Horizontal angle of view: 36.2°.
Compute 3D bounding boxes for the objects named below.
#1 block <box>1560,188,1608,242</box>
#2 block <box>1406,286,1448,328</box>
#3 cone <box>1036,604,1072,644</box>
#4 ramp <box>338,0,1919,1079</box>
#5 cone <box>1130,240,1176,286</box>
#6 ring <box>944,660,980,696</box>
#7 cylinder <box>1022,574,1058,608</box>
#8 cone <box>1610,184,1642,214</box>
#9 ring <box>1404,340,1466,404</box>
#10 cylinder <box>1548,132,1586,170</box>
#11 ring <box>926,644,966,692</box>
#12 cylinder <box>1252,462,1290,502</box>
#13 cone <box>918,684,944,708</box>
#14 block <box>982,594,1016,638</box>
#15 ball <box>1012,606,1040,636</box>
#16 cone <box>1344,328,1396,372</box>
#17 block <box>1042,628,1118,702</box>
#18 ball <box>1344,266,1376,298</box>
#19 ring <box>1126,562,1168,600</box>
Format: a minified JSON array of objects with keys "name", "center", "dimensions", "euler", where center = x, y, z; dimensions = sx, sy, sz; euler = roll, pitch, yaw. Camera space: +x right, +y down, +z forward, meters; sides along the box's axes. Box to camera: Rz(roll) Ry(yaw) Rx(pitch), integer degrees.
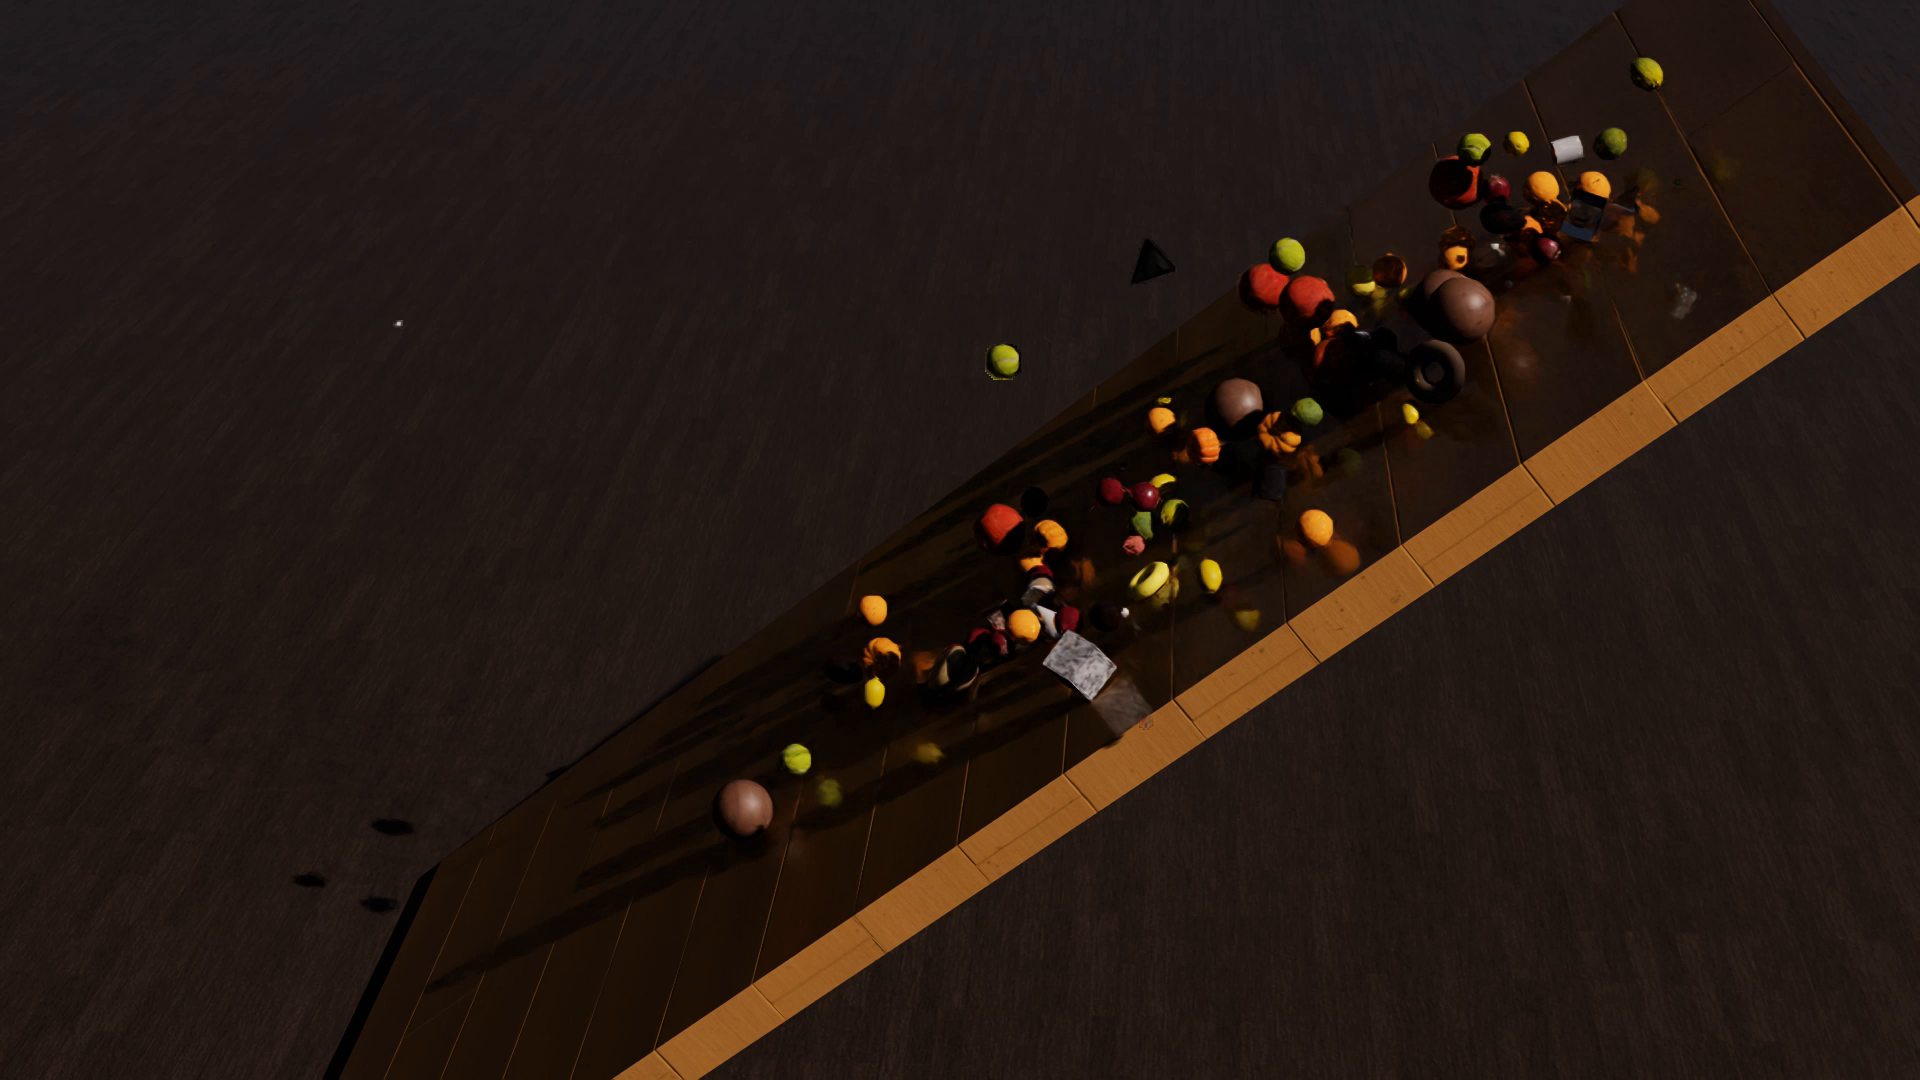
[{"name":"block","center":[1.193,-0.622,5.634],"dimensions":[0.064,0.064,0.064],"euler":[20,64,6]},{"name":"block","center":[0.937,-0.468,5.891],"dimensions":[0.052,0.052,0.052],"euler":[43,38,-4]},{"name":"cone","center":[0.176,0.157,5.960],"dimensions":[0.075,0.075,0.075],"euler":[-37,16,13]},{"name":"ramp","center":[0.122,0.184,6.337],"dimensions":[4.000,0.100,2.000],"euler":[-36,16,18]},{"name":"cone","center":[0.386,-0.562,6.125],"dimensions":[0.092,0.092,0.092],"euler":[-45,29,4]},{"name":"ring","center":[0.002,0.286,6.089],"dimensions":[0.092,0.031,0.092],"euler":[-42,13,12]},{"name":"cylinder","center":[0.166,0.111,6.131],"dimensions":[0.062,0.062,0.062],"euler":[6,32,13]},{"name":"cone","center":[1.268,-0.648,5.620],"dimensions":[0.057,0.057,0.057],"euler":[-3,20,25]},{"name":"ring","center":[0.887,-0.314,5.496],"dimensions":[0.120,0.120,0.040],"euler":[13,14,28]},{"name":"cylinder","center":[1.145,-0.733,5.546],"dimensions":[0.051,0.051,0.051],"euler":[-37,28,0]},{"name":"ring","center":[-0.028,0.266,6.080],"dimensions":[0.038,0.114,0.114],"euler":[36,25,-5]},{"name":"cylinder","center":[0.595,-0.111,5.643],"dimensions":[0.065,0.065,0.065],"euler":[9,-2,0]},{"name":"cone","center":[-0.052,0.318,6.148],"dimensions":[0.057,0.057,0.057],"euler":[-18,26,-7]},{"name":"block","center":[0.089,0.159,6.189],"dimensions":[0.058,0.058,0.058],"euler":[-41,16,0]},{"name":"ball","center":[0.137,0.166,6.050],"dimensions":[0.062,0.062,0.062],"euler":[0,24,0]},{"name":"cone","center":[0.842,-0.398,5.966],"dimensions":[0.097,0.097,0.097],"euler":[-16,27,-12]},{"name":"block","center":[0.225,0.235,5.534],"dimensions":[0.083,0.083,0.083],"euler":[32,82,42]},{"name":"ball","center":[0.858,-0.555,6.310],"dimensions":[0.067,0.067,0.067],"euler":[0,24,0]},{"name":"ring","center":[0.370,0.081,5.792],"dimensions":[0.098,0.033,0.098],"euler":[-38,16,13]}]
